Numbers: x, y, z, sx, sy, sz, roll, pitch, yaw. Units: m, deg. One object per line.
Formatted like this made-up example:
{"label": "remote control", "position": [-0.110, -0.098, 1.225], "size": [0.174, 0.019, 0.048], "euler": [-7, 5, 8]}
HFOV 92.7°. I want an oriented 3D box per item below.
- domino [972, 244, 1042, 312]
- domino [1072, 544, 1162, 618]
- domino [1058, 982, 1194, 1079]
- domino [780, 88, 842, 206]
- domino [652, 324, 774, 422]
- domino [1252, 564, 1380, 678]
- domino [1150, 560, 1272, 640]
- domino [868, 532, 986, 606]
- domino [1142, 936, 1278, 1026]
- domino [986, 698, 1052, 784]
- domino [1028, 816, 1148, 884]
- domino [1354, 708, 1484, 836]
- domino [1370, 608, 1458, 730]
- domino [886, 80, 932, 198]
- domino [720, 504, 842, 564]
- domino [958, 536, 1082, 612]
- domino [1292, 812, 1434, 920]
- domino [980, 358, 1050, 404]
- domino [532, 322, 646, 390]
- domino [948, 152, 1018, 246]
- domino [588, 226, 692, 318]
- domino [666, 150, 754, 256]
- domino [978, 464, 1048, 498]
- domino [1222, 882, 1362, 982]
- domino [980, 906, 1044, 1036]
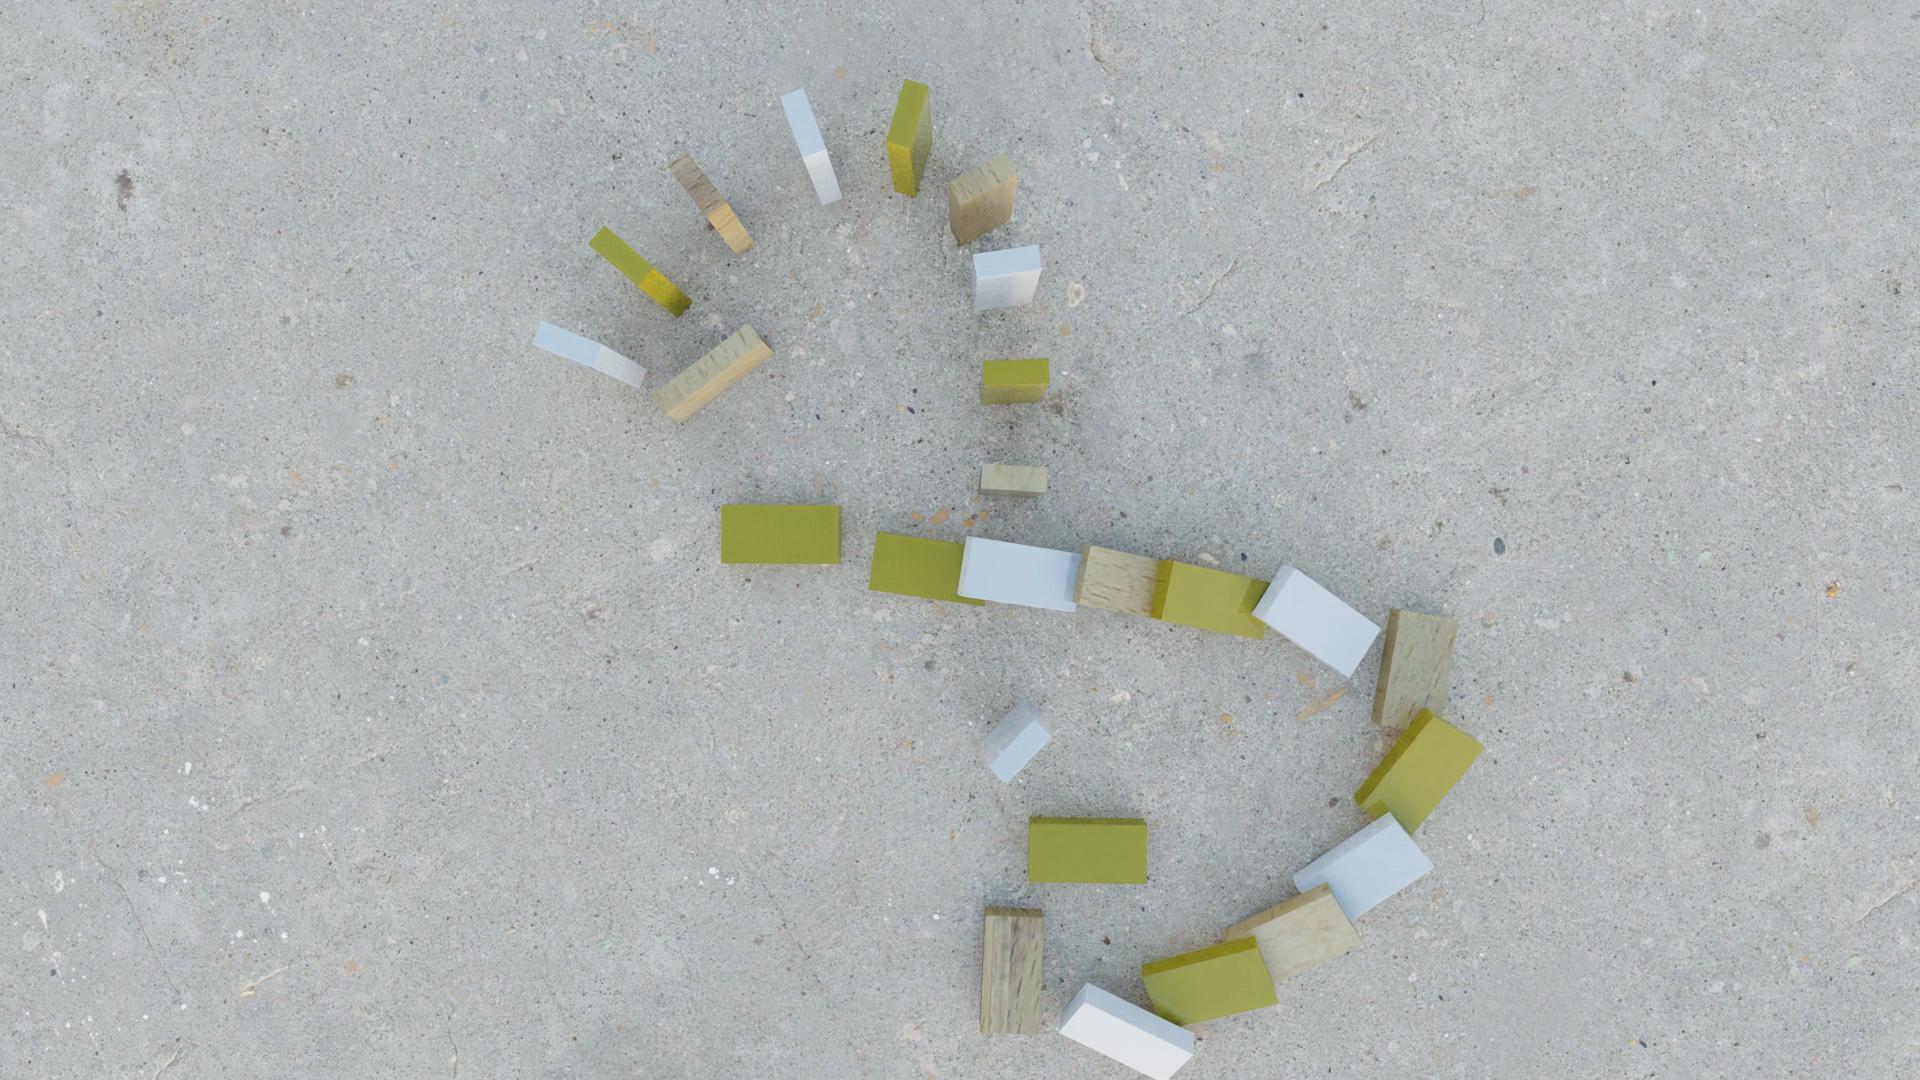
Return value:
{"label": "domino", "position": [0.018, -0.106, 0.375], "size": [0.025, 0.050, 0.009], "euler": [-8, 90, 0]}
{"label": "domino", "position": [0.075, 0.019, 0.391], "size": [0.050, 0.009, 0.025], "euler": [11, 90, -11]}
{"label": "domino", "position": [0.070, 0.210, 0.390], "size": [0.050, 0.010, 0.025], "euler": [26, 121, 0]}
{"label": "domino", "position": [-0.060, -0.159, 0.375], "size": [0.009, 0.050, 0.025], "euler": [-20, 90, 0]}
{"label": "domino", "position": [-0.104, -0.070, 0.388], "size": [0.050, 0.025, 0.009], "euler": [-37, 90, 0]}
{"label": "domino", "position": [0.152, 0.035, 0.390], "size": [0.050, 0.010, 0.025], "euler": [33, 90, -14]}
{"label": "domino", "position": [0.107, 0.025, 0.388], "size": [0.050, 0.010, 0.025], "euler": [12, 90, -17]}
{"label": "domino", "position": [-0.013, 0.012, 0.395], "size": [0.050, 0.010, 0.025], "euler": [8, 90, 0]}
{"label": "domino", "position": [0.106, 0.188, 0.389], "size": [0.050, 0.010, 0.025], "euler": [-21, 91, 14]}
{"label": "domino", "position": [0.023, 0.081, 0.375], "size": [0.009, 0.050, 0.025], "euler": [44, 90, 0]}
{"label": "domino", "position": [0.055, 0.134, 0.395], "size": [0.050, 0.010, 0.025], "euler": [1, 90, 0]}
{"label": "domino", "position": [0.194, 0.099, 0.389], "size": [0.025, 0.009, 0.050], "euler": [31, 105, 0]}
{"label": "domino", "position": [0.196, 0.057, 0.395], "size": [0.025, 0.010, 0.050], "euler": [10, 90, 0]}
{"label": "domino", "position": [-0.020, -0.163, 0.375], "size": [0.009, 0.050, 0.025], "euler": [17, 90, 0]}
{"label": "domino", "position": [-0.077, -0.002, 0.395], "size": [0.050, 0.009, 0.025], "euler": [0, 90, 0]}
{"label": "domino", "position": [0.026, 0.015, 0.389], "size": [0.050, 0.010, 0.025], "euler": [9, 90, -15]}
{"label": "domino", "position": [0.171, 0.141, 0.390], "size": [0.050, 0.009, 0.025], "euler": [-40, 90, 12]}
{"label": "domino", "position": [0.022, -0.064, 0.375], "size": [0.025, 0.050, 0.009], "euler": [-2, 90, 0]}
{"label": "domino", "position": [-0.150, -0.075, 0.375], "size": [0.025, 0.050, 0.010], "euler": [21, 90, 0]}
{"label": "domino", "position": [0.009, -0.138, 0.375], "size": [0.025, 0.050, 0.010], "euler": [-28, 90, 0]}
{"label": "domino", "position": [-0.129, -0.109, 0.375], "size": [0.025, 0.050, 0.010], "euler": [40, 90, 0]}
{"label": "domino", "position": [-0.101, -0.136, 0.375], "size": [0.009, 0.050, 0.025], "euler": [-38, 90, 0]}
{"label": "domino", "position": [0.021, -0.024, 0.375], "size": [0.025, 0.050, 0.010], "euler": [4, 90, 0]}
{"label": "domino", "position": [0.140, 0.169, 0.389], "size": [0.050, 0.010, 0.025], "euler": [-32, 90, 14]}
{"label": "domino", "position": [0.022, 0.186, 0.395], "size": [0.025, 0.009, 0.050], "euler": [3, 90, 0]}
